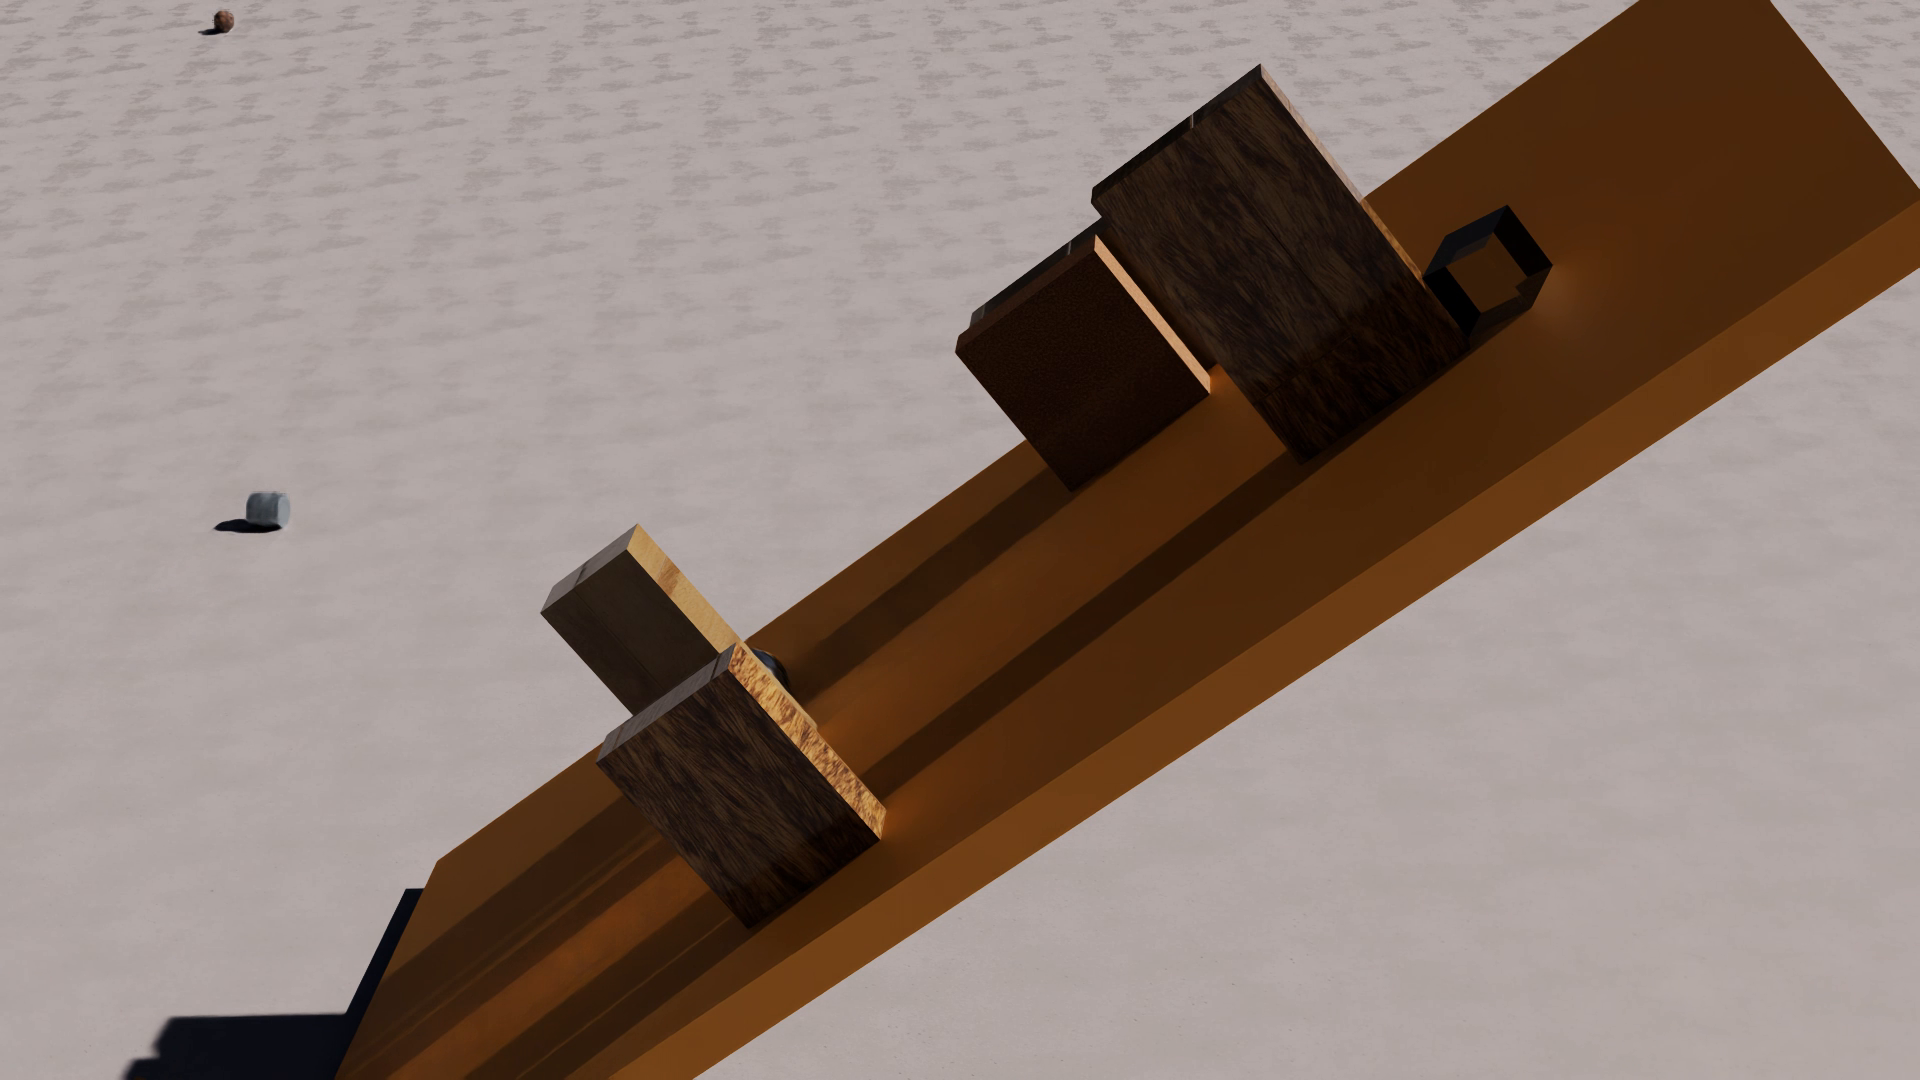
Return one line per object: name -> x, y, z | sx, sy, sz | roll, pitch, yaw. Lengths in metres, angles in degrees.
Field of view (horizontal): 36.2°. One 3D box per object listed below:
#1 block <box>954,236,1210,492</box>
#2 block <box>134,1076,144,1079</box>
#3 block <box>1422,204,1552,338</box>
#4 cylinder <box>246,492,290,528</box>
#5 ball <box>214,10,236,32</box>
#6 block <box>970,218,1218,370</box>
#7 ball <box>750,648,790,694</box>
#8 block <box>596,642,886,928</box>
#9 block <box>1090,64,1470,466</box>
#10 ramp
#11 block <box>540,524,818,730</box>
block -> 0.276, -0.392, 6.584 | 0.392, 0.421, 0.114 | -35, 16, 17
block -> -1.833, 1.365, 6.595 | 0.201, 0.201, 0.201 | 13, 27, 27
block -> 1.022, -0.520, 5.695 | 0.154, 0.154, 0.154 | -26, 21, 42
cylinder -> -2.379, -0.103, 10.108 | 0.114, 0.114, 0.114 | 4, 24, 9
ball -> -4.171, -2.941, 16.674 | 0.119, 0.119, 0.119 | 0, 23, 0
block -> 0.313, -0.469, 6.739 | 0.423, 0.403, 0.132 | -35, 16, 17
ball -> -0.481, 0.339, 6.728 | 0.183, 0.183, 0.183 | 0, 23, 0
block -> -0.425, 0.482, 5.746 | 0.339, 0.459, 0.121 | -35, 16, 17
block -> 0.619, -0.525, 5.674 | 0.403, 0.674, 0.103 | -35, 16, 17
ramp -> 0.124, 0.183, 6.334 | 4.000, 0.100, 2.000 | -35, 16, 17
block -> -0.611, 0.285, 6.437 | 0.250, 0.611, 0.142 | -35, 16, 17
